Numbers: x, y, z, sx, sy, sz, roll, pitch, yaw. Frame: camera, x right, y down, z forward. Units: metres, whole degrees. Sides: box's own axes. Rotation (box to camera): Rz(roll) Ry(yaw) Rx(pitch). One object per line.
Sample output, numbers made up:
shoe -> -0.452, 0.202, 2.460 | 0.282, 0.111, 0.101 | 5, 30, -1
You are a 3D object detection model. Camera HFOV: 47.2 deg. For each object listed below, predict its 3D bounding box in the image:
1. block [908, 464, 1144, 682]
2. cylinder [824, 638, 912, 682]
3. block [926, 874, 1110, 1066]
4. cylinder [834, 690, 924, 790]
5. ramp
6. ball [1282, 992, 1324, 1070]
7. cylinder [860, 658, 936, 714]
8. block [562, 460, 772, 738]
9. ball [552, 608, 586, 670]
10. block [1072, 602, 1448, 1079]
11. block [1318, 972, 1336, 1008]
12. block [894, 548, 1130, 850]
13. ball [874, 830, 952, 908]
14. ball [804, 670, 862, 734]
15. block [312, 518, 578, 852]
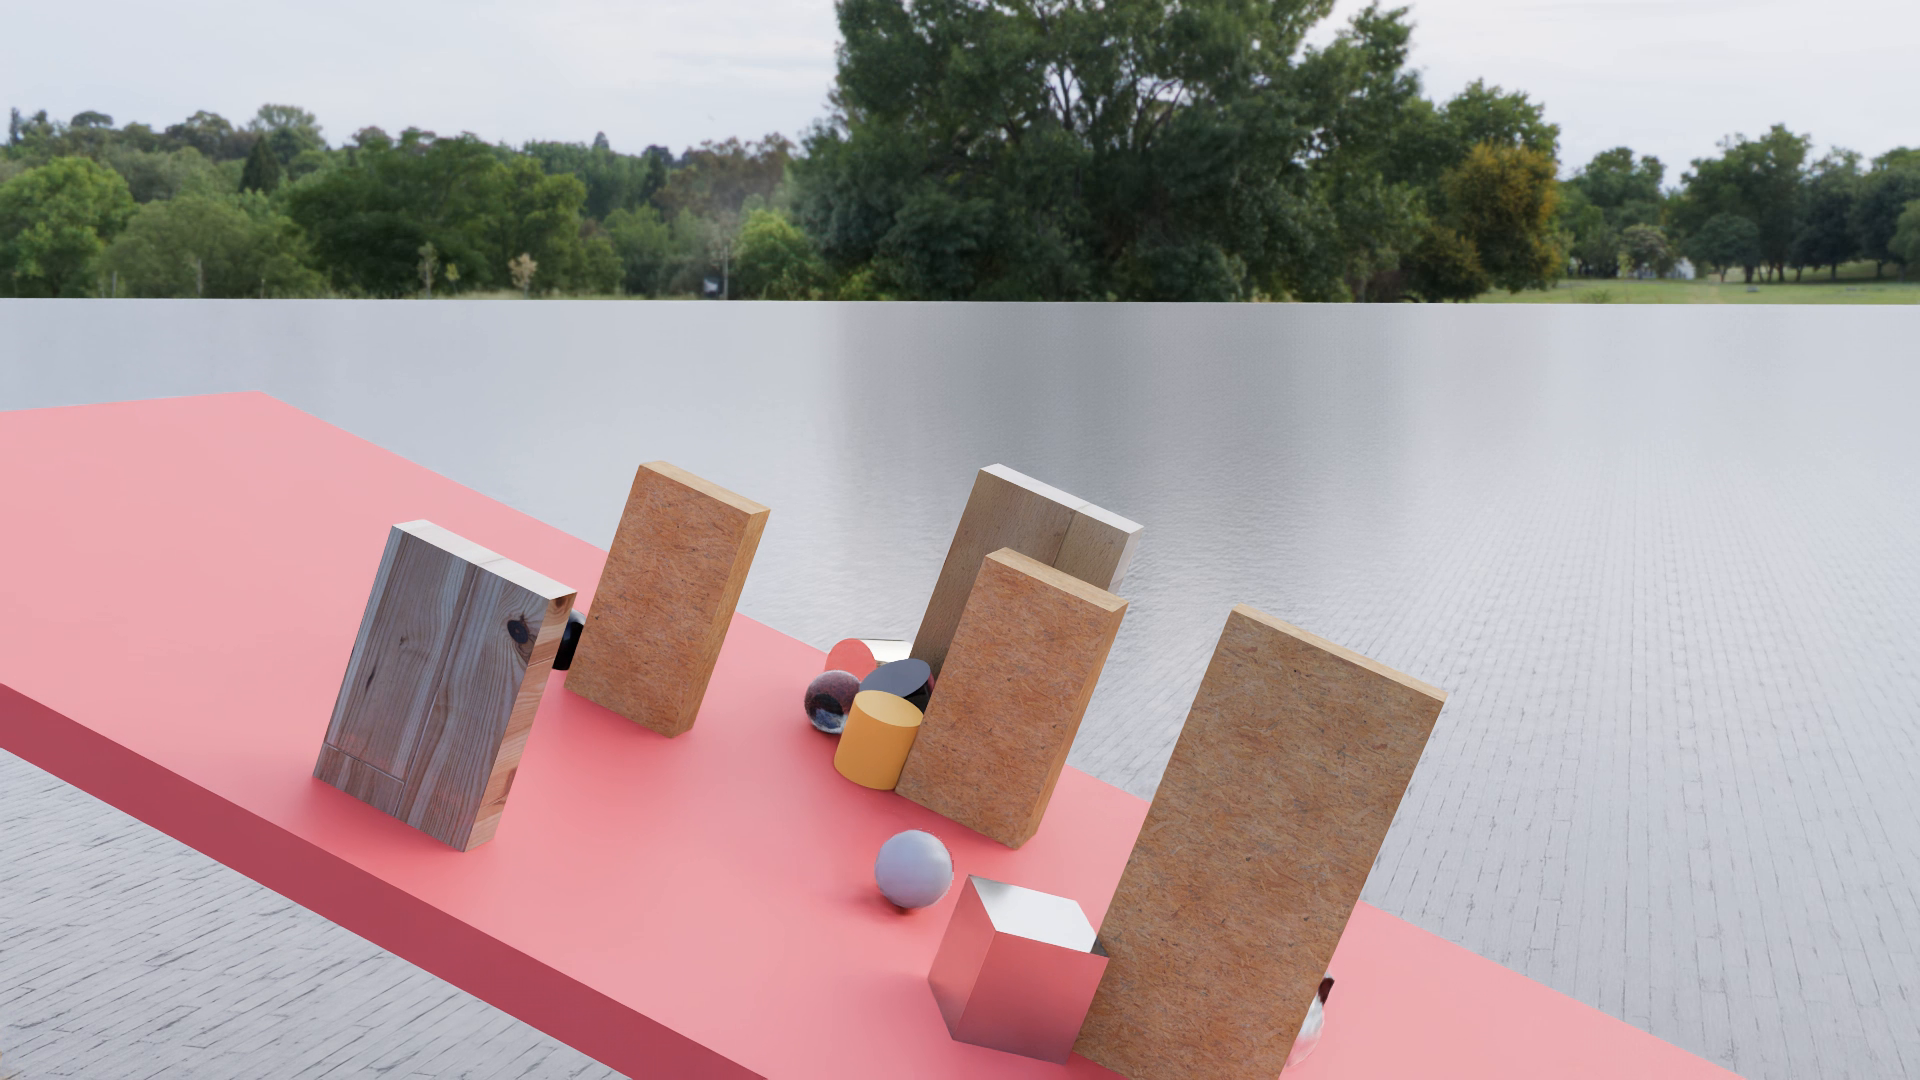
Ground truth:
block -> 0.109, 0.198, 4.744 | 0.349, 0.631, 0.138 | 24, 13, 13
cylinder -> -0.191, 0.301, 4.915 | 0.160, 0.160, 0.160 | 6, 0, 40
block -> 0.092, 0.701, 3.596 | 0.200, 0.200, 0.200 | 17, 13, -18
cylinder -> -0.167, 0.408, 4.495 | 0.148, 0.148, 0.148 | 17, 19, -6
ramp -> -0.316, 0.566, 4.200 | 4.000, 0.100, 2.000 | 24, 13, 13
ball -> 0.540, 0.828, 3.821 | 0.183, 0.183, 0.183 | 0, 7, 0
cylinder -> -0.114, 0.360, 4.650 | 0.157, 0.157, 0.157 | -15, 27, 8
block -> -0.579, 0.116, 4.334 | 0.249, 0.481, 0.104 | 24, 13, 13
ball -> -0.800, 0.200, 4.439 | 0.128, 0.128, 0.128 | 0, 7, 0
block -> 0.460, 0.533, 3.539 | 0.356, 0.787, 0.081 | 24, 13, 13
block -> 0.575, 0.823, 4.020 | 0.130, 0.130, 0.130 | 11, 16, -38
block -> 0.104, 0.319, 4.463 | 0.280, 0.529, 0.150 | 24, 13, 13
ball -> -0.083, 0.589, 3.929 | 0.139, 0.139, 0.139 | 0, 7, 0
ball -> -0.264, 0.344, 4.676 | 0.136, 0.136, 0.136 | 0, 7, 0
block -> -0.829, 0.232, 3.530 | 0.294, 0.445, 0.094 | 24, 13, 13
